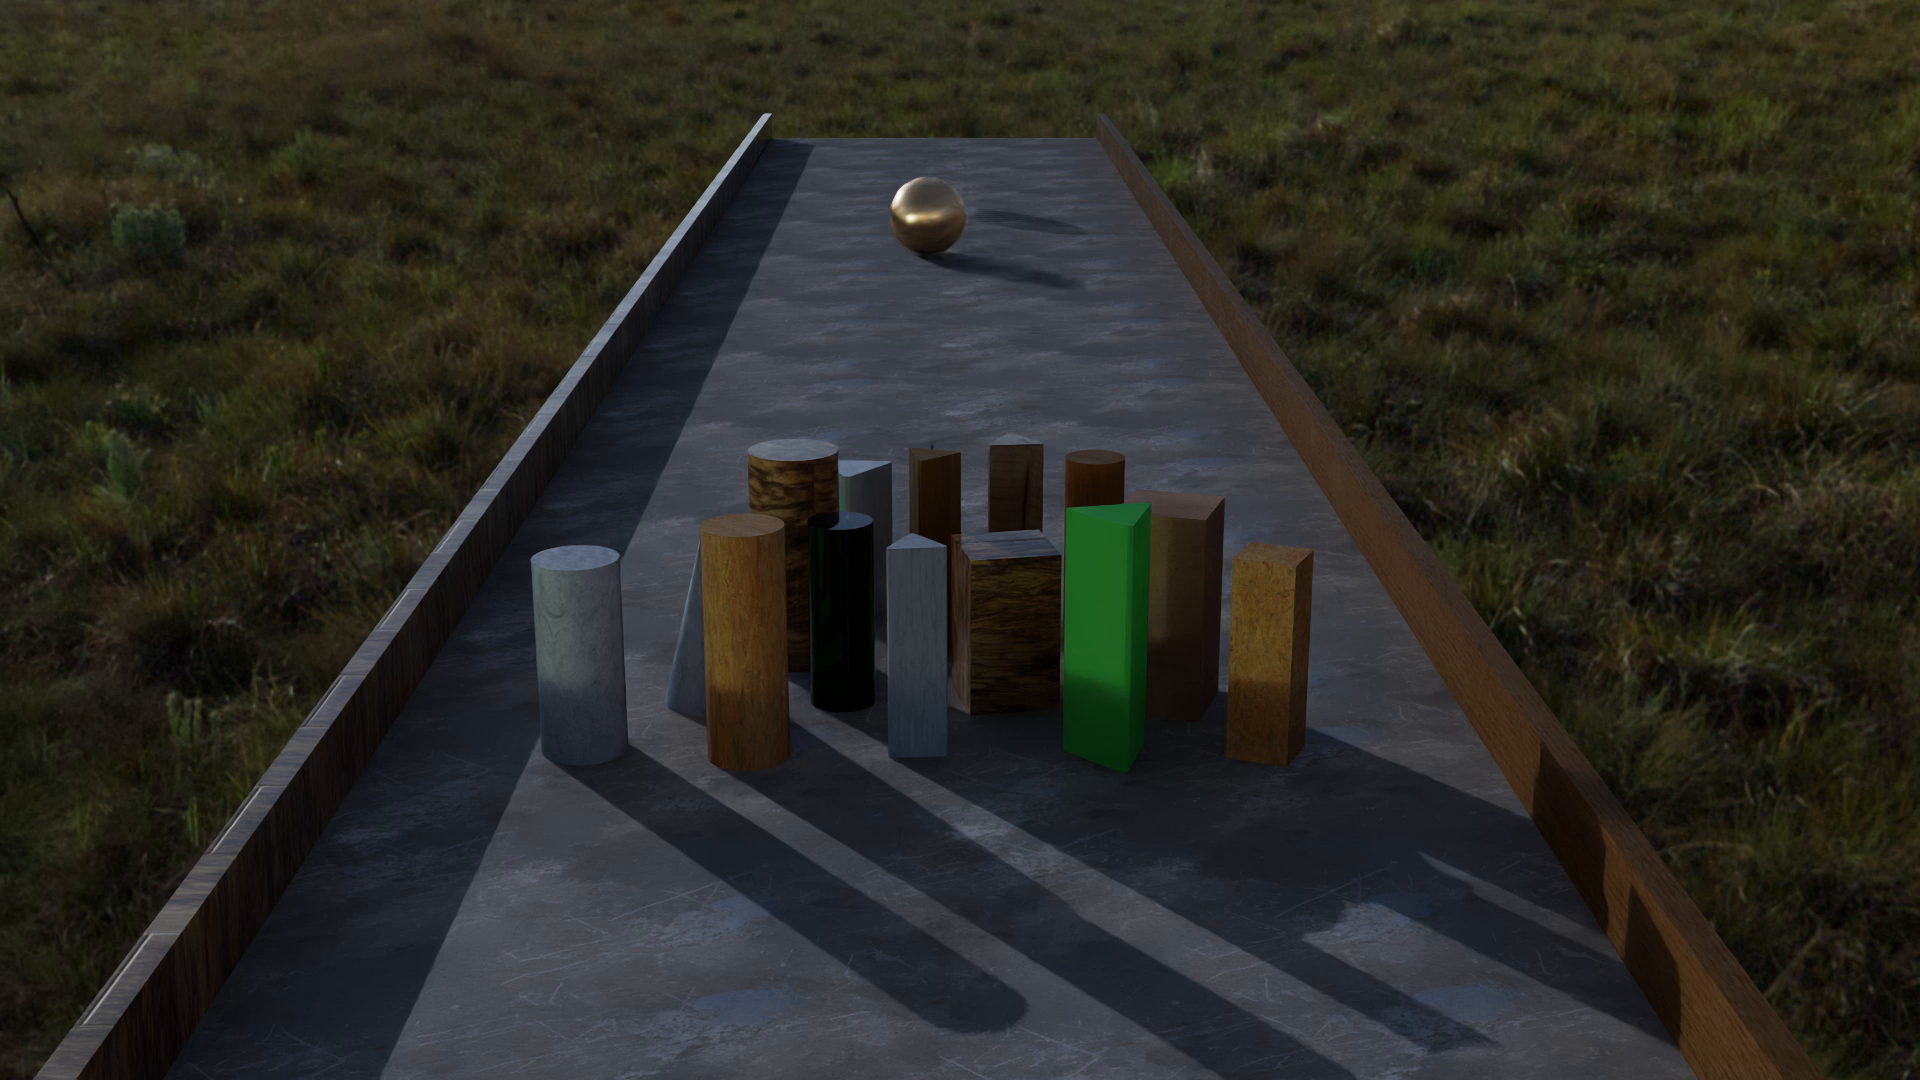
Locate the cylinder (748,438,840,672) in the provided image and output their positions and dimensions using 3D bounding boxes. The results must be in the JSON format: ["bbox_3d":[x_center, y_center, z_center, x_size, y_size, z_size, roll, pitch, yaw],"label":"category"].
[{"bbox_3d":[-0.327,0.029,4.372,0.178,0.431,0.178,0,17,0],"label":"cylinder"}]

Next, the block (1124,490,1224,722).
[{"bbox_3d":[0.390,0.121,4.134,0.170,0.391,0.170,5,17,18],"label":"block"}]

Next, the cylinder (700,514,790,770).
[{"bbox_3d":[-0.377,0.179,3.872,0.147,0.428,0.147,0,17,0],"label":"cylinder"}]

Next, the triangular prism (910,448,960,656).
[{"bbox_3d":[-0.069,0.027,4.404,0.107,0.418,0.092,-14,21,-39],"label":"triangular prism"}]

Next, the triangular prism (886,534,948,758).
[{"bbox_3d":[-0.080,0.187,3.913,0.104,0.390,0.090,-2,17,-6],"label":"triangular prism"}]

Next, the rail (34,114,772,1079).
[{"bbox_3d":[-1.118,-0.838,7.780,0.050,0.150,12.000,0,17,-1],"label":"rail"}]

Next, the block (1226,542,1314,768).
[{"bbox_3d":[0.548,0.202,3.896,0.113,0.371,0.113,7,18,24],"label":"block"}]

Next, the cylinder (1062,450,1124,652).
[{"bbox_3d":[0.267,0.031,4.406,0.117,0.408,0.117,0,17,0],"label":"cylinder"}]

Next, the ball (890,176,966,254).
[{"bbox_3d":[-0.136,-1.365,9.254,0.323,0.323,0.323,0,17,0],"label":"ball"}]

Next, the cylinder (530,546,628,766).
[{"bbox_3d":[-0.675,0.204,3.909,0.154,0.361,0.154,0,17,0],"label":"cylinder"}]

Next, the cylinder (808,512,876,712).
[{"bbox_3d":[-0.223,0.135,4.145,0.123,0.358,0.123,0,17,0],"label":"cylinder"}]

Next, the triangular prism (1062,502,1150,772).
[{"bbox_3d":[0.285,0.164,3.886,0.132,0.451,0.153,-15,22,-41],"label":"triangular prism"}]

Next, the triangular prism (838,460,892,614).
[{"bbox_3d":[-0.243,-0.003,4.670,0.132,0.324,0.153,11,20,33],"label":"triangular prism"}]

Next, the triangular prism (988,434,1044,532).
[{"bbox_3d":[0.111,-0.029,4.653,0.114,0.383,0.099,-2,17,-5],"label":"triangular prism"}]

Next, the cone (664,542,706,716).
[{"bbox_3d":[-0.479,0.137,4.149,0.171,0.352,0.171,0,17,0],"label":"cone"}]

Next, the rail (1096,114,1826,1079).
[{"bbox_3d":[0.932,-0.844,7.801,0.050,0.150,12.000,0,17,-1],"label":"rail"}]

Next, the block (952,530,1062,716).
[{"bbox_3d":[0.086,0.154,4.175,0.172,0.304,0.172,-4,17,-12],"label":"block"}]

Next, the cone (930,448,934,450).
[{"bbox_3d":[-0.061,-0.059,4.866,0.115,0.319,0.115,0,17,0],"label":"cone"}]
